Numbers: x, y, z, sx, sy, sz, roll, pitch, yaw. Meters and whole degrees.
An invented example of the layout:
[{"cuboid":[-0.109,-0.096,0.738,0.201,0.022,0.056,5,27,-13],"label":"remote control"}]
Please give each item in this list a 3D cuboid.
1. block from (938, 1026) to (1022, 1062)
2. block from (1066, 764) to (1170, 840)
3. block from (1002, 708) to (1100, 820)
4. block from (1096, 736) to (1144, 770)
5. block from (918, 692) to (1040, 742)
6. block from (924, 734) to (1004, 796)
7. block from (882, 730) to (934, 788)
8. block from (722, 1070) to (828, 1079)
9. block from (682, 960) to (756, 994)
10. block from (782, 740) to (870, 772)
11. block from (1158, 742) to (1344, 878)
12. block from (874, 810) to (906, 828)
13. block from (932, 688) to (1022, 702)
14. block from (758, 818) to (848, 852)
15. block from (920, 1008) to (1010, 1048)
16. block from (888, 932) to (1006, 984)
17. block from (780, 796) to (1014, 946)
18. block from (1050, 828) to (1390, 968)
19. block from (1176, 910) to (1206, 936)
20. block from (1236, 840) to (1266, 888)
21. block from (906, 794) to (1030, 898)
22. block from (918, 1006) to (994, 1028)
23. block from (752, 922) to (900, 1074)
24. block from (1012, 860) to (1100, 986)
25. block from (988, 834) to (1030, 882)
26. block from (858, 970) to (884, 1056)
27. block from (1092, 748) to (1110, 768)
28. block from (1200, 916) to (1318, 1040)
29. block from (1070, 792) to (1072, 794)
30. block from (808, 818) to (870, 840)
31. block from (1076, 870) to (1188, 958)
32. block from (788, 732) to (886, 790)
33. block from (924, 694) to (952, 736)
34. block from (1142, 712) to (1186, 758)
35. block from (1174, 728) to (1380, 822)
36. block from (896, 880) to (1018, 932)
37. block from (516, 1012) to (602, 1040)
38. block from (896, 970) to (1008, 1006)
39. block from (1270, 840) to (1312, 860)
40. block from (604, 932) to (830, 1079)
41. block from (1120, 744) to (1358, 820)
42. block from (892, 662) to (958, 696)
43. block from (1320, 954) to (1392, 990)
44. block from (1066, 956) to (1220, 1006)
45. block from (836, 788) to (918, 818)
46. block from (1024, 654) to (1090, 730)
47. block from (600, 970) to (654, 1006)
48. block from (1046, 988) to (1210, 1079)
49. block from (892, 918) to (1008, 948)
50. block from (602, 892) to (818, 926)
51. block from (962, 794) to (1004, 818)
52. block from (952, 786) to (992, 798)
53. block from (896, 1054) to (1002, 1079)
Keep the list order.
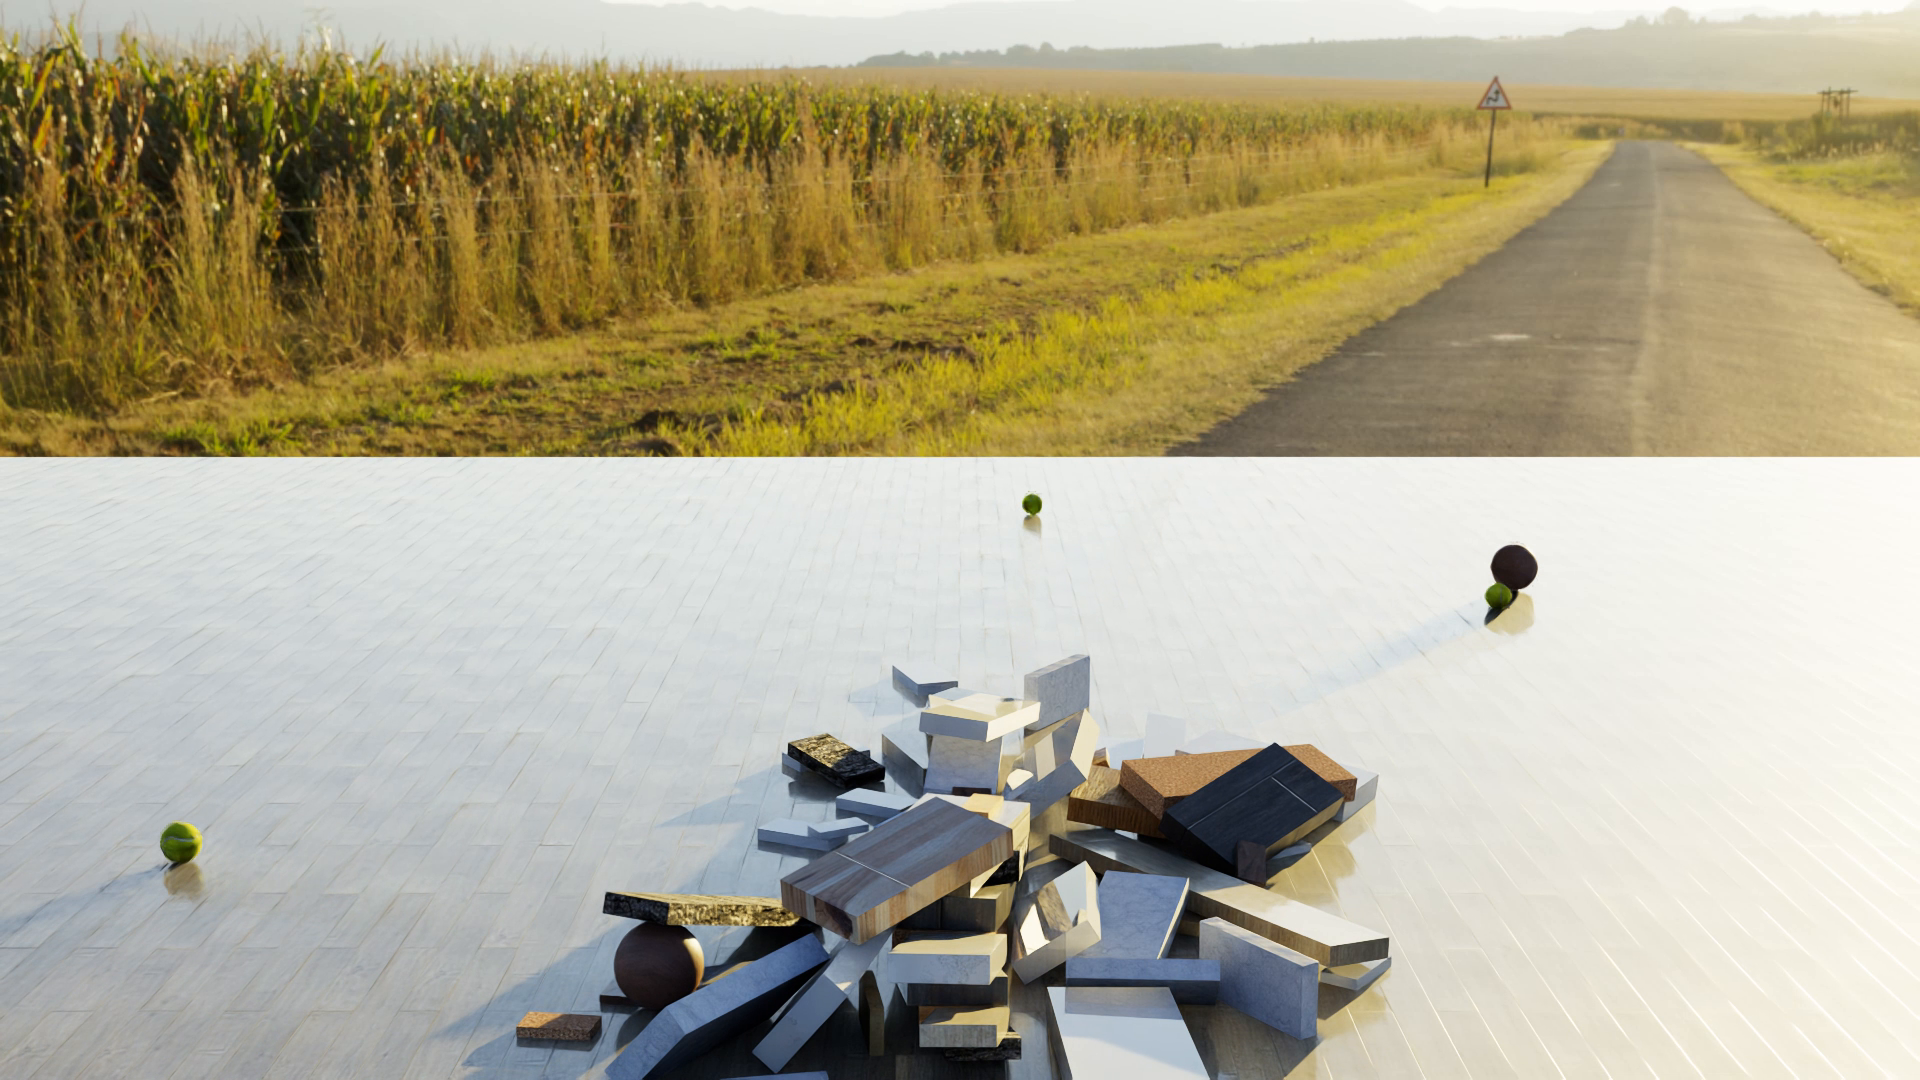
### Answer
[{"cuboid":[0.023,0.676,2.974,0.099,0.028,0.198,0,-6,-5],"label":"block"},{"cuboid":[0.369,0.483,3.971,0.323,0.046,0.162,9,18,12],"label":"block"},{"cuboid":[0.168,0.430,4.128,0.174,0.049,0.348,-37,4,12],"label":"block"},{"cuboid":[0.305,0.441,4.383,0.116,0.033,0.232,2,11,9],"label":"block"},{"cuboid":[0.045,0.352,4.395,0.134,0.038,0.469,8,2,14],"label":"block"},{"cuboid":[0.008,0.438,4.227,0.135,0.038,0.270,5,21,2],"label":"block"},{"cuboid":[-0.052,0.434,4.406,0.135,0.038,0.270,-4,11,-19],"label":"block"},{"cuboid":[-0.237,0.714,2.838,0.139,0.020,0.070,-2,11,-11],"label":"block"},{"cuboid":[-0.340,0.653,3.276,0.136,0.019,0.068,-3,11,-18],"label":"block"},{"cuboid":[-0.270,0.436,4.437,0.160,0.023,0.080,-6,12,-31],"label":"block"},{"cuboid":[0.510,0.474,3.831,0.162,0.046,0.323,38,41,28],"label":"block"},{"cuboid":[-0.077,0.509,3.981,0.146,0.021,0.073,-22,23,-39],"label":"block"},{"cuboid":[0.038,0.360,4.831,0.194,0.027,0.097,7,13,35],"label":"block"},{"cuboid":[-0.282,0.528,3.948,0.146,0.021,0.073,5,12,26],"label":"block"},{"cuboid":[0.008,0.640,2.891,0.099,0.028,0.198,-1,-6,6],"label":"block"},{"cuboid":[-0.015,0.583,3.069,0.138,0.039,0.275,0,-4,6],"label":"block"},{"cuboid":[-0.088,0.473,3.178,0.158,0.045,0.316,18,29,41],"label":"block"},{"cuboid":[0.399,0.570,3.572,0.116,0.033,0.736,-2,7,-32],"label":"block"},{"cuboid":[0.357,0.605,3.525,0.160,0.023,0.080,5,12,27],"label":"block"},{"cuboid":[0.486,0.542,3.675,0.049,0.014,0.097,14,33,-2],"label":"block"},{"cuboid":[-0.019,0.470,3.410,0.174,0.049,0.348,4,10,16],"label":"block"},{"cuboid":[-0.004,0.657,3.092,0.099,0.028,0.198,0,-4,1],"label":"block"},{"cuboid":[-0.181,0.620,3.096,0.045,0.158,0.316,42,16,2],"label":"block"},{"cuboid":[0.149,0.588,3.395,0.134,0.038,0.267,-32,7,8],"label":"block"},{"cuboid":[0.020,0.518,3.640,0.174,0.049,0.348,2,-3,4],"label":"block"},{"cuboid":[-0.125,0.663,3.084,0.020,0.070,0.140,-1,11,-9],"label":"block"},{"cuboid":[0.229,0.441,4.252,0.122,0.017,0.061,-22,16,10],"label":"block"},{"cuboid":[0.427,0.628,3.164,0.031,0.109,0.218,-7,13,-34],"label":"block"},{"cuboid":[0.258,0.484,4.194,0.061,0.017,0.122,-5,11,-23],"label":"block"},{"cuboid":[-0.217,0.515,3.923,0.098,0.014,0.049,-6,12,-30],"label":"block"},{"cuboid":[0.263,0.597,3.403,0.134,0.038,0.267,3,21,16],"label":"block"},{"cuboid":[-0.245,0.436,4.341,0.097,0.027,0.194,-10,23,-39],"label":"block"},{"cuboid":[-0.001,0.377,4.543,0.135,0.038,0.270,16,4,-4],"label":"block"},{"cuboid":[0.395,0.441,4.277,0.080,0.023,0.557,10,15,4],"label":"block"},{"cuboid":[0.602,0.446,4.201,0.348,0.049,0.174,14,16,29],"label":"block"},{"cuboid":[-0.014,0.556,3.405,0.174,0.049,0.348,2,-3,7],"label":"block"},{"cuboid":[-0.566,0.687,3.106,0.107,0.015,0.054,2,11,8],"label":"block"},{"cuboid":[-0.015,0.628,3.145,0.138,0.039,0.275,1,-4,-5],"label":"block"},{"cuboid":[0.566,0.544,3.880,0.097,0.014,0.049,-6,12,-30],"label":"block"},{"cuboid":[-0.325,0.642,2.990,0.045,0.158,0.316,51,31,15],"label":"block"},{"cuboid":[0.507,0.439,4.003,0.402,0.046,0.162,-2,19,-24],"label":"block"},{"cuboid":[-0.081,0.318,5.058,0.097,0.027,0.194,-4,11,-18],"label":"block"},{"cuboid":[0.598,0.647,3.318,0.060,0.017,0.120,7,13,35],"label":"block"},{"cuboid":[0.261,0.635,3.166,0.218,0.031,0.109,1,-30,3],"label":"block"},{"cuboid":[-0.152,0.495,4.124,0.146,0.021,0.073,7,12,32],"label":"block"},{"cuboid":[0.211,0.328,4.764,0.033,0.116,0.232,6,12,31],"label":"block"},{"cuboid":[-0.492,0.661,3.247,0.049,0.014,0.097,2,11,11],"label":"block"},{"cuboid":[0.225,0.697,2.868,0.174,0.049,0.544,1,7,-3],"label":"block"},{"cuboid":[-0.012,0.598,3.349,0.138,0.039,0.275,2,-3,8],"label":"block"},{"cuboid":[-0.364,0.561,3.333,0.109,0.031,0.466,5,-7,25],"label":"block"},{"cuboid":[0.033,0.425,3.495,0.049,0.014,0.098,3,10,14],"label":"block"},{"cuboid":[0.017,0.499,3.867,0.070,0.020,0.139,3,50,3],"label":"block"},{"cuboid":[-0.011,0.739,2.757,0.139,0.039,0.366,0,11,-2],"label":"block"}]
